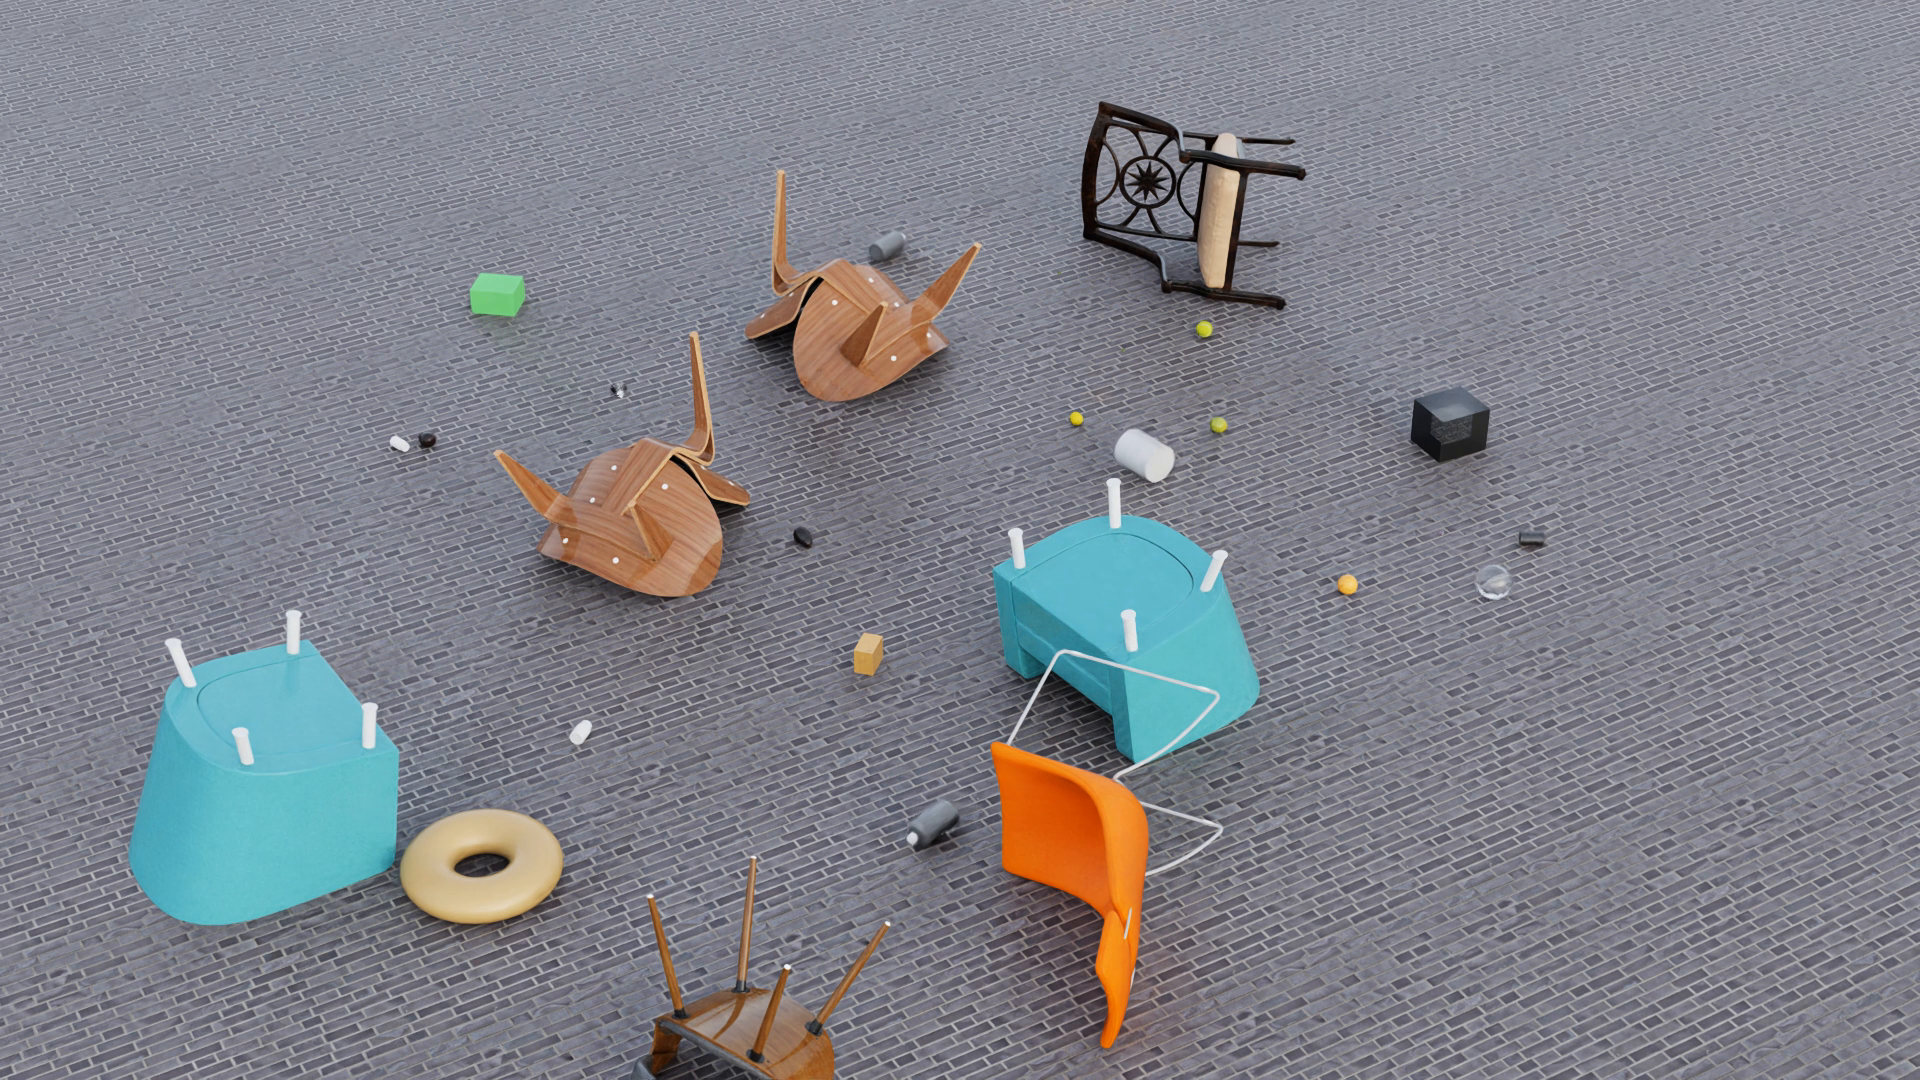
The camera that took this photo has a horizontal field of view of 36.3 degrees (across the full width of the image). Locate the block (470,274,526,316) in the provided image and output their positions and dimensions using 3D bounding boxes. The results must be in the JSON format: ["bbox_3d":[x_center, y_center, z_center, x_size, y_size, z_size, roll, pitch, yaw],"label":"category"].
[{"bbox_3d":[-1.959,-1.040,12.426,0.188,0.106,0.158,5,34,8],"label":"block"}]

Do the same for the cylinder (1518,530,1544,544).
[{"bbox_3d":[2.127,-0.008,10.912,0.087,0.049,0.057,1,34,2],"label":"cylinder"}]

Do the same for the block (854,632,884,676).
[{"bbox_3d":[-0.320,0.399,10.253,0.069,0.094,0.111,10,35,14],"label":"block"}]

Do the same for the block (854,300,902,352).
[{"bbox_3d":[-0.344,-0.887,12.190,0.153,0.111,0.209,-9,34,-13],"label":"block"}]

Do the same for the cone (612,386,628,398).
[{"bbox_3d":[-1.369,-0.591,11.821,0.068,0.050,0.047,-5,66,-15],"label":"cone"}]

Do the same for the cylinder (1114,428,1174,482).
[{"bbox_3d":[0.712,-0.328,11.305,0.155,0.150,0.175,10,19,-47],"label":"cylinder"}]

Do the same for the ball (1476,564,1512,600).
[{"bbox_3d":[1.931,0.152,10.598,0.127,0.127,0.127,0,33,0],"label":"ball"}]

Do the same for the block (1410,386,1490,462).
[{"bbox_3d":[1.916,-0.452,11.464,0.219,0.183,0.197,-16,36,-22],"label":"block"}]

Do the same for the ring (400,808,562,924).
[{"bbox_3d":[-1.513,1.029,9.273,0.522,0.125,0.506,19,39,27],"label":"ring"}]
